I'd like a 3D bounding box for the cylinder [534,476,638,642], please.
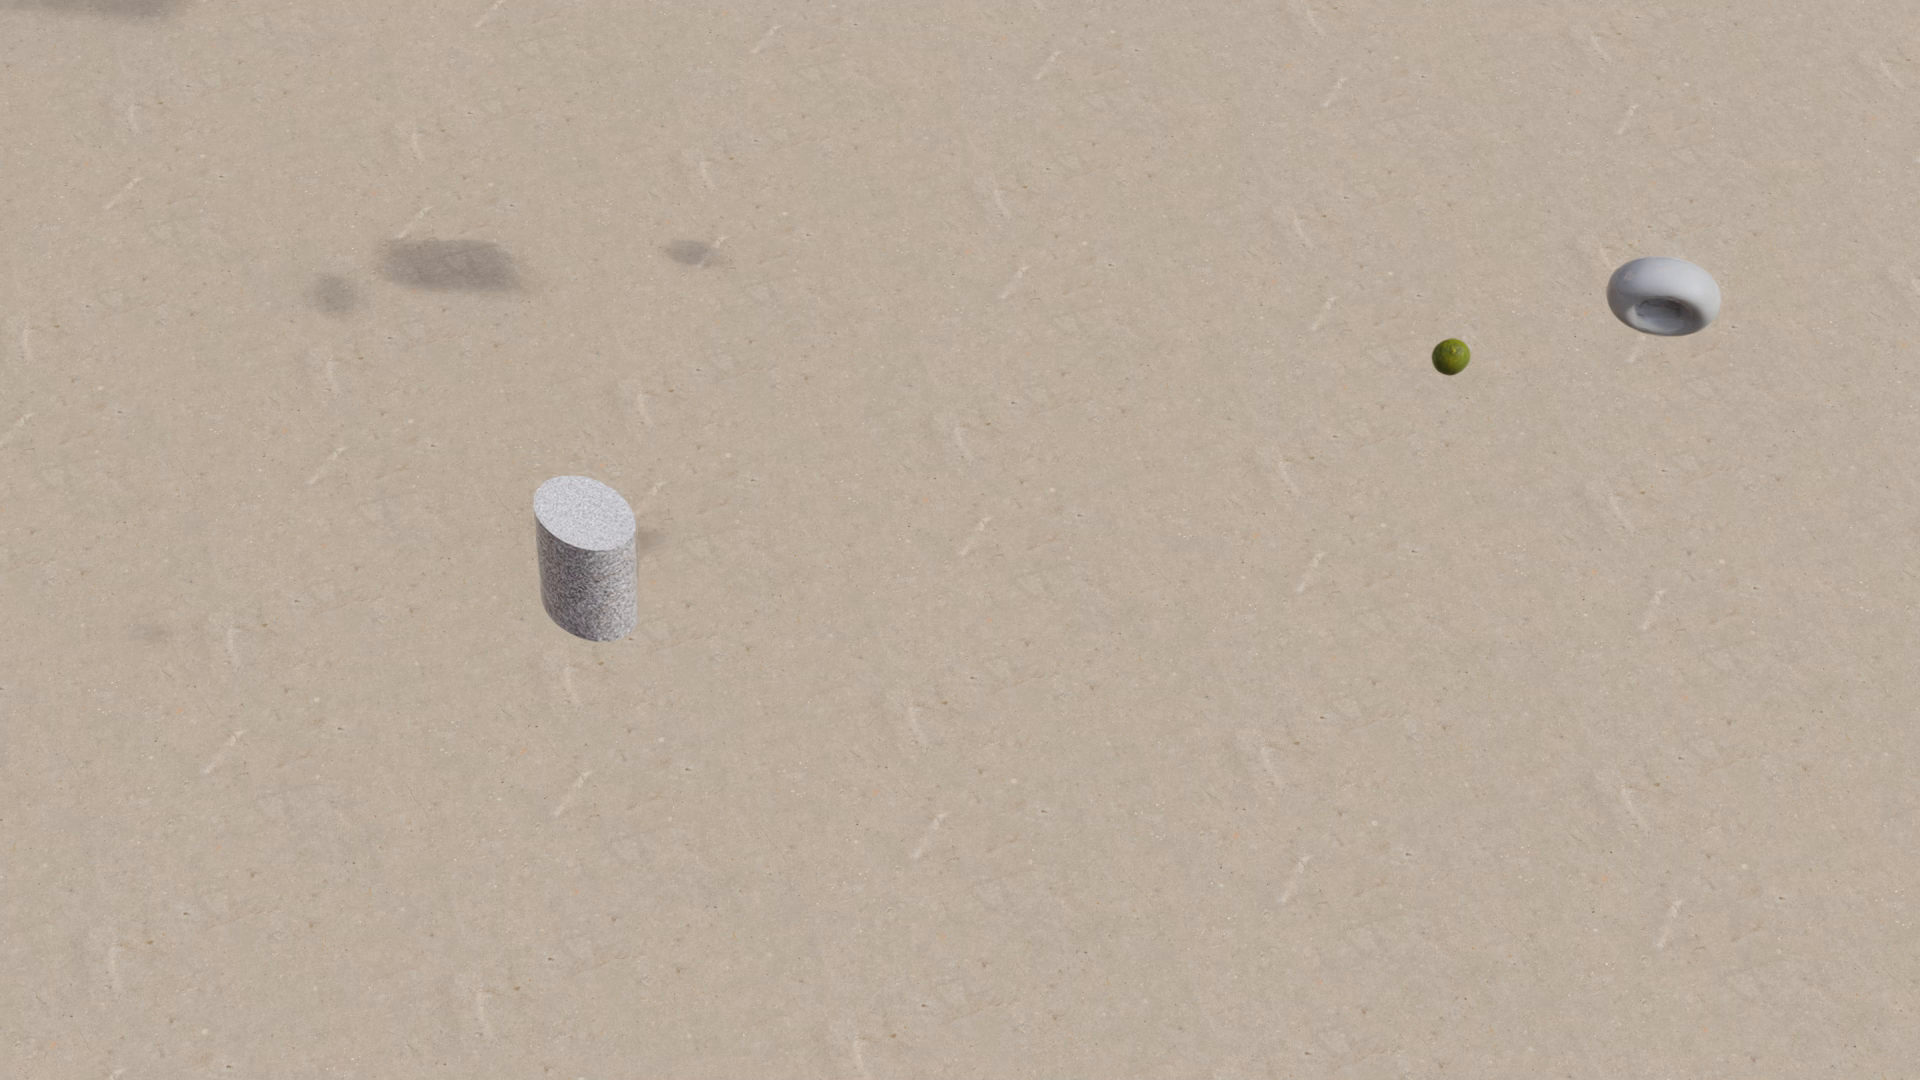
[{"bbox_3d":[-0.551,0.029,3.249,0.165,0.219,0.119,33,54,18],"label":"cylinder"}]
